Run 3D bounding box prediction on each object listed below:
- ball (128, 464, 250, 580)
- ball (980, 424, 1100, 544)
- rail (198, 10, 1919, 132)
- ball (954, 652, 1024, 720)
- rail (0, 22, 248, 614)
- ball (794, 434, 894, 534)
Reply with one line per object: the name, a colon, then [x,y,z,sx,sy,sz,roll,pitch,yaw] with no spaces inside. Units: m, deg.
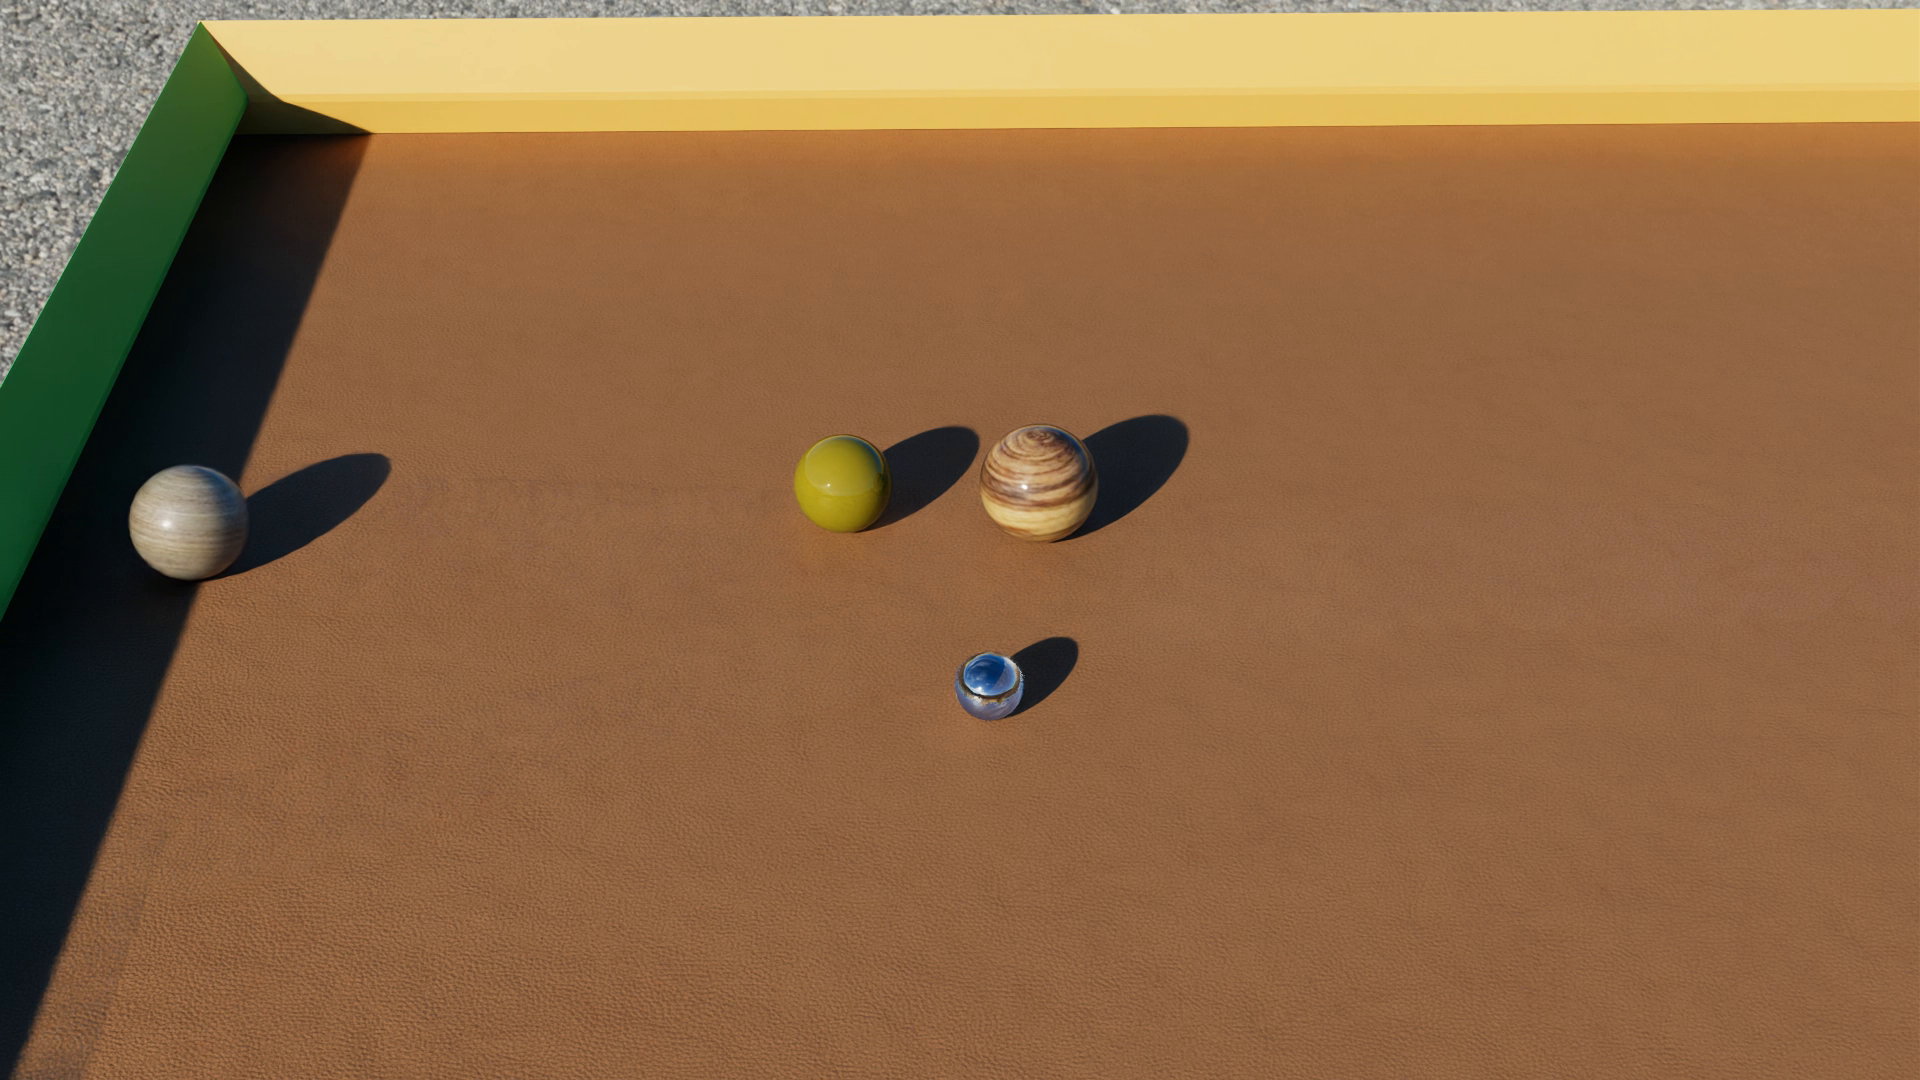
ball: [-0.545,-0.013,1.815,0.083,0.083,0.083,0,35,0]
ball: [0.057,-0.041,1.852,0.087,0.087,0.087,0,35,0]
rail: [0.672,-0.428,2.375,2.734,0.112,0.045,-1,35,-1]
ball: [0.019,0.096,1.693,0.046,0.046,0.046,0,35,0]
rail: [-0.660,-0.011,1.785,0.045,0.112,1.448,-1,35,-1]
ball: [-0.085,-0.041,1.864,0.072,0.072,0.072,0,35,0]
